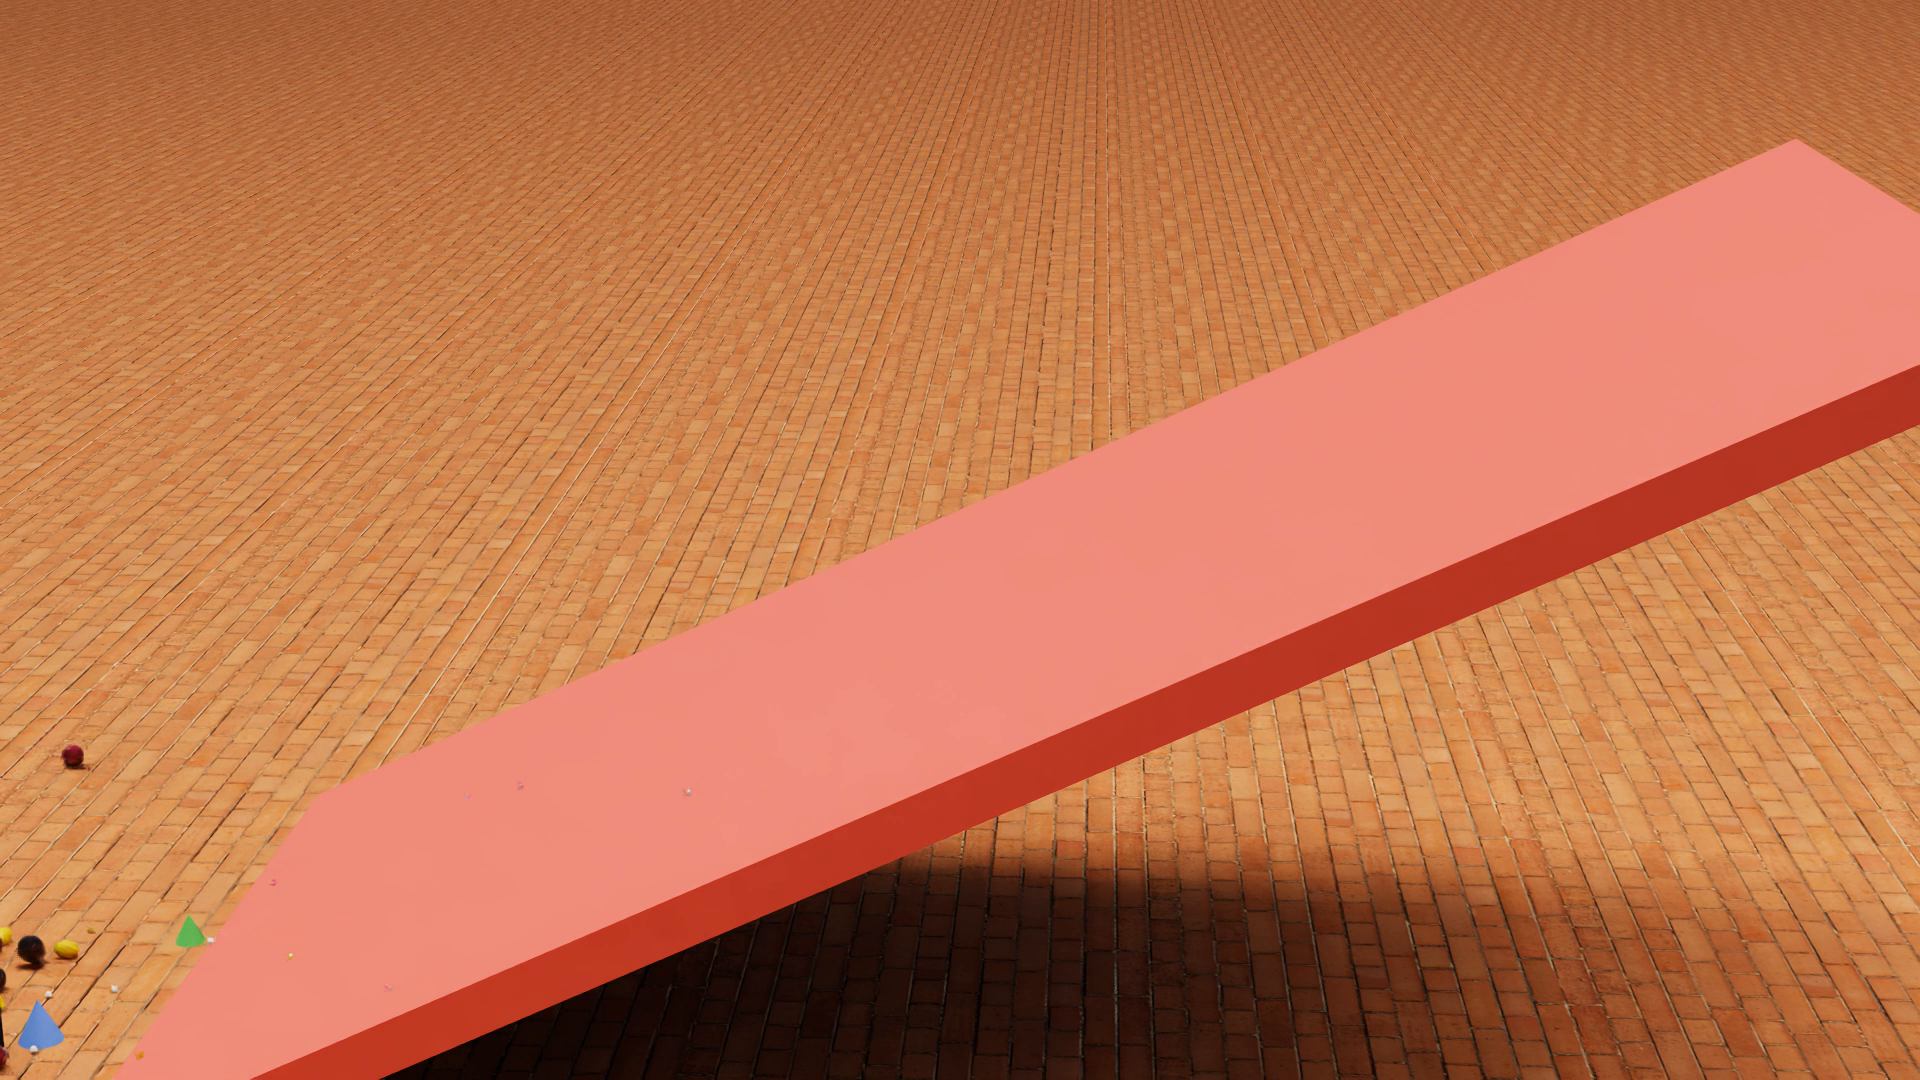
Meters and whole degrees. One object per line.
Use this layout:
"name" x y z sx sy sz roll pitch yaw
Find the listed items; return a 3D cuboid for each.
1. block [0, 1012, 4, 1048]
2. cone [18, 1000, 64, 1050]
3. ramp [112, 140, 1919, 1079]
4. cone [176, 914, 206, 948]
"block" -2.125 1.043 6.311 0.099 0.099 0.099 15 21 42
"cone" -1.987 1.034 6.346 0.096 0.096 0.096 0 16 0
"ramp" 0.135 0.169 6.282 4.000 0.100 2.000 -24 13 9
"cone" -1.797 0.903 6.860 0.070 0.070 0.070 0 16 0
